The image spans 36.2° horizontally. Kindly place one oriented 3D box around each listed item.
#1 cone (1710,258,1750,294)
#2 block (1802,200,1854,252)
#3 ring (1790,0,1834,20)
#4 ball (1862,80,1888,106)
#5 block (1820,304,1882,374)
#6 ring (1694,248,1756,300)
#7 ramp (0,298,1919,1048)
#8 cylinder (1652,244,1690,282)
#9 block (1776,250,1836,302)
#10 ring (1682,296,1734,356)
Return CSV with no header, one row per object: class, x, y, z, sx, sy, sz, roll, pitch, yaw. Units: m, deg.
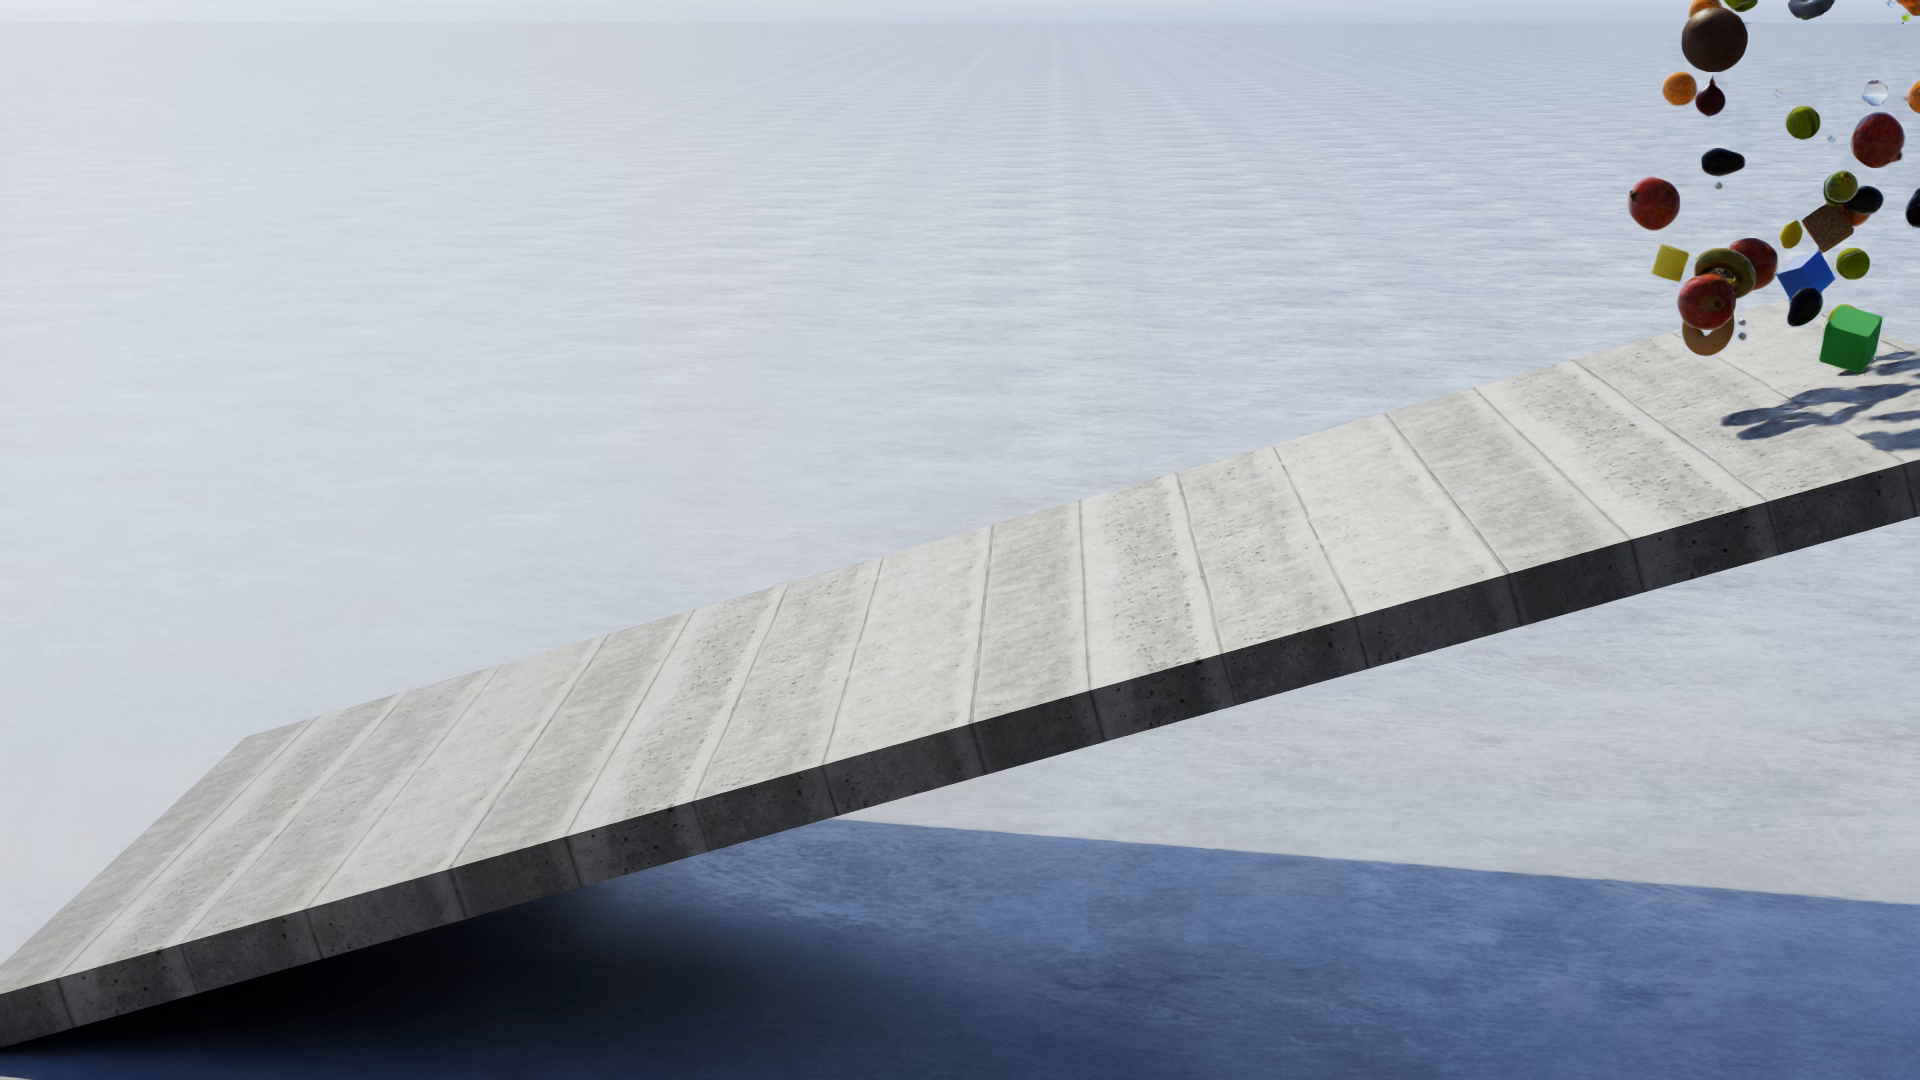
cone,1.579,-0.529,6.065,0.083,0.083,0.083,5,28,23
block,1.824,-0.659,6.181,0.076,0.076,0.076,-35,-11,15
ring,1.793,-1.137,6.184,0.103,0.103,0.034,12,-27,49
ball,1.851,-0.905,5.950,0.053,0.053,0.053,0,11,0
block,1.778,-0.401,5.870,0.087,0.087,0.087,20,43,26
ring,1.555,-0.541,5.979,0.128,0.128,0.043,7,51,34
ramp,0.090,0.187,6.320,4.000,0.100,2.000,-16,10,5
cylinder,1.482,-0.578,6.137,0.062,0.062,0.062,15,14,-4
block,1.728,-0.538,6.008,0.069,0.069,0.069,-39,13,-28
ring,1.545,-0.442,6.072,0.041,0.124,0.124,-2,10,-35
